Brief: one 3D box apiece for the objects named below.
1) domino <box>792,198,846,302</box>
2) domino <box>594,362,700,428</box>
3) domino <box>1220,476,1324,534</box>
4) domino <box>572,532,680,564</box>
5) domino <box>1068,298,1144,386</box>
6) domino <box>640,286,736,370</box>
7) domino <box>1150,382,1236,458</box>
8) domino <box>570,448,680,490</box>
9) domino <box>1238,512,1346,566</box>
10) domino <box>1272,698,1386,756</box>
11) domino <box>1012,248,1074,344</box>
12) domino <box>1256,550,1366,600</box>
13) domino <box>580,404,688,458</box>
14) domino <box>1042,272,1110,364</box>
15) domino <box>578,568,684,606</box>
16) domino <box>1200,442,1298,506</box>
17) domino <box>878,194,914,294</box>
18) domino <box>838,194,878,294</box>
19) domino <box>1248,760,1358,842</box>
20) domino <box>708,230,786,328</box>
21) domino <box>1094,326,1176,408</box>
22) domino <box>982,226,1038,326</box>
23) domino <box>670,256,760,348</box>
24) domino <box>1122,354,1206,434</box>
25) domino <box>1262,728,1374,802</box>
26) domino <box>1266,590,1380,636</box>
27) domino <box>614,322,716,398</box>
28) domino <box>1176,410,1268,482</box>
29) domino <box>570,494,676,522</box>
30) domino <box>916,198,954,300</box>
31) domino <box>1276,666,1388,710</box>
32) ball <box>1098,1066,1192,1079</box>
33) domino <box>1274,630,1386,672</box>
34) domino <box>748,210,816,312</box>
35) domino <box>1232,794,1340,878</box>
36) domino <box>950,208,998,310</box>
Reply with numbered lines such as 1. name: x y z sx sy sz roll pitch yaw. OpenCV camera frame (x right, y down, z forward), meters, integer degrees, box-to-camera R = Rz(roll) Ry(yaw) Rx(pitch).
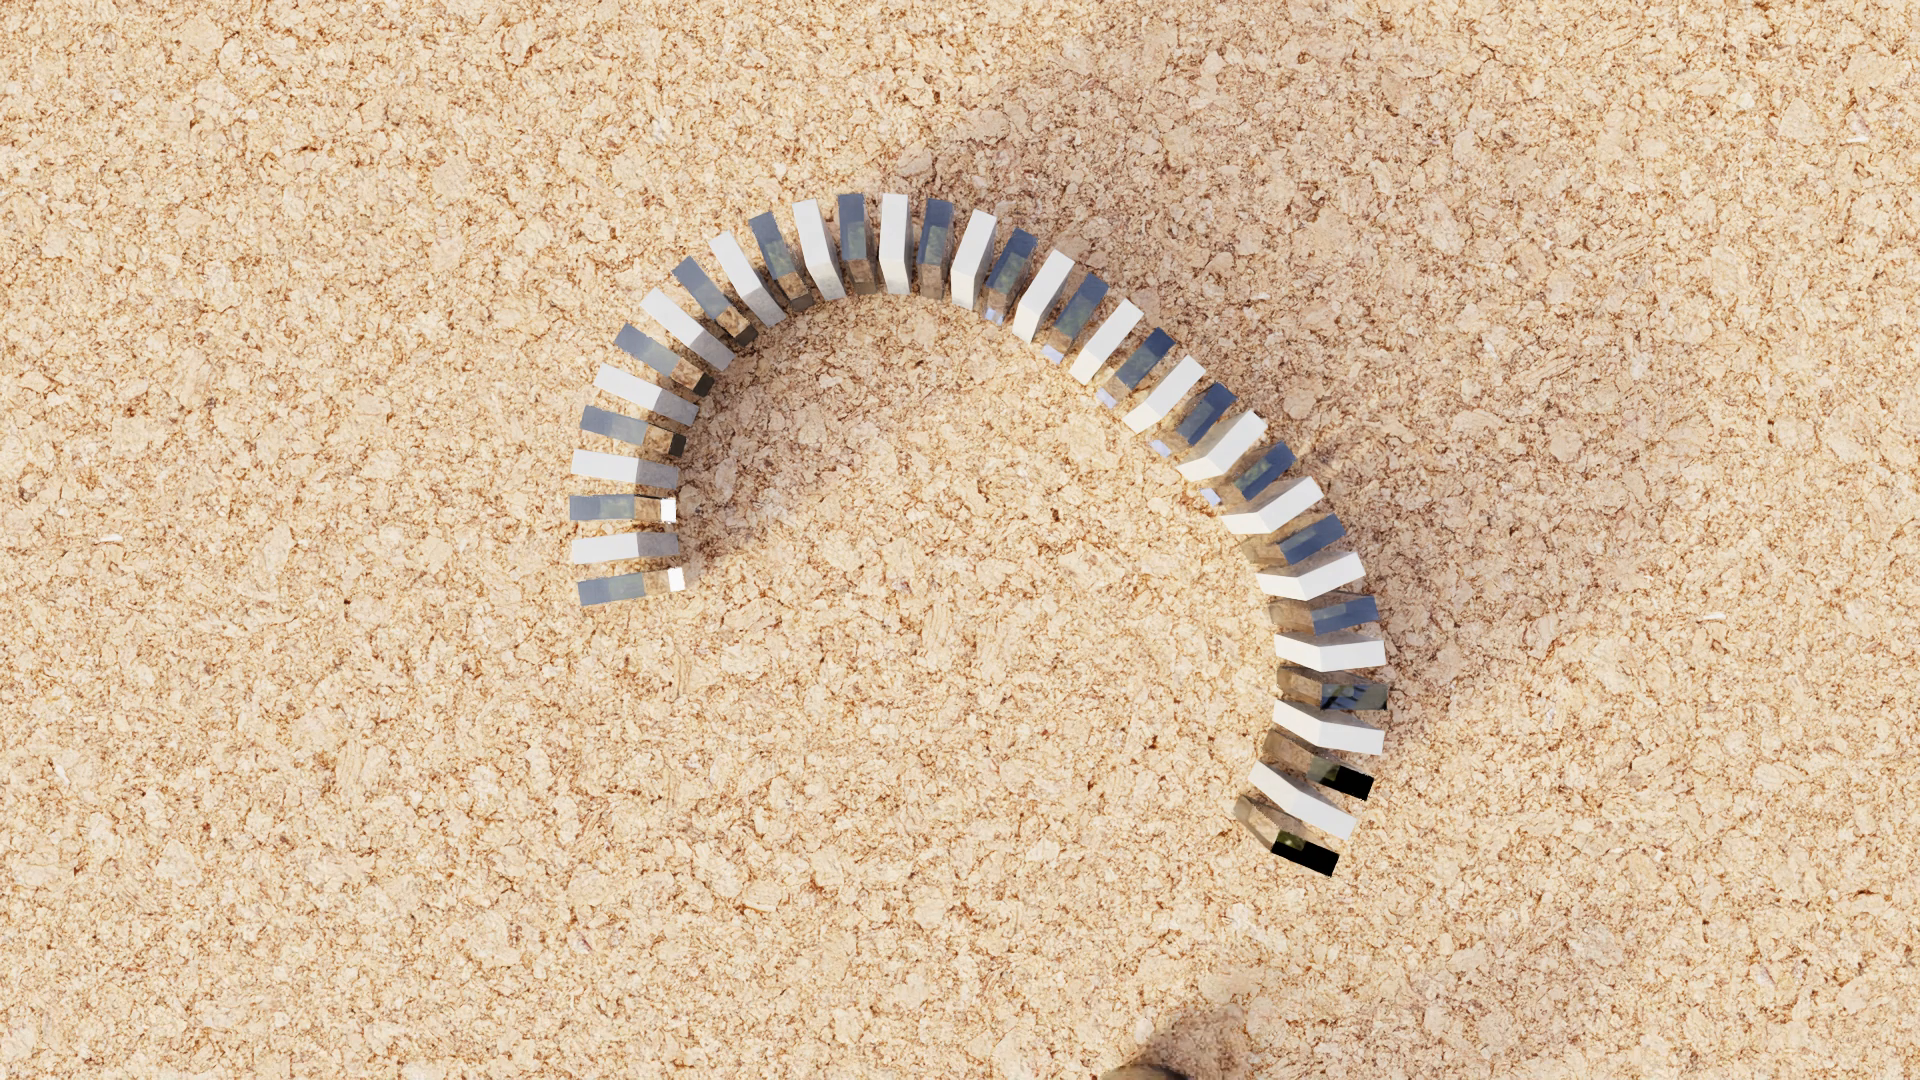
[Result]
1. domino: -0.057 -0.117 0.375 0.009 0.050 0.025 -13 90 0
2. domino: -0.127 -0.059 0.375 0.025 0.050 0.009 24 90 0
3. domino: 0.126 -0.014 0.375 0.025 0.050 0.009 -35 90 0
4. domino: -0.135 0.003 0.375 0.025 0.050 0.010 -7 90 0
5. domino: 0.059 -0.080 0.375 0.009 0.050 0.025 40 90 0
6. domino: -0.110 -0.085 0.375 0.025 0.050 0.009 41 90 0
7. domino: 0.094 -0.048 0.375 0.009 0.050 0.025 41 90 0
8. domino: -0.136 -0.028 0.375 0.025 0.050 0.009 9 90 0
9. domino: 0.135 0.000 0.375 0.025 0.050 0.009 -30 90 0
10. domino: 0.149 0.076 0.375 0.025 0.050 0.009 9 90 0
11. domino: 0.033 -0.098 0.375 0.010 0.050 0.025 33 90 0
12. domino: 0.142 0.014 0.375 0.025 0.050 0.009 -24 90 0
13. domino: -0.132 -0.044 0.375 0.025 0.050 0.009 16 90 0
14. domino: 0.046 -0.090 0.375 0.009 0.050 0.025 35 90 0
15. domino: -0.133 0.019 0.375 0.025 0.050 0.009 -9 90 0
16. domino: 0.117 -0.026 0.375 0.025 0.050 0.009 -41 90 0
17. domino: -0.025 -0.120 0.375 0.009 0.050 0.025 4 90 0
18. domino: -0.041 -0.120 0.375 0.010 0.050 0.025 -4 90 0
19. domino: 0.139 0.105 0.375 0.025 0.050 0.009 26 90 0
20. domino: -0.086 -0.105 0.375 0.009 0.050 0.025 -31 90 0
21. domino: 0.071 -0.069 0.375 0.009 0.050 0.025 43 90 0
22. domino: 0.020 -0.107 0.375 0.009 0.050 0.025 29 90 0
23. domino: -0.099 -0.096 0.375 0.009 0.050 0.025 -40 90 0
24. domino: 0.082 -0.059 0.375 0.010 0.050 0.025 43 90 0
25. domino: 0.145 0.091 0.375 0.025 0.050 0.009 21 90 0
26. domino: 0.147 0.029 0.375 0.025 0.050 0.010 -15 90 0
27. domino: -0.120 -0.073 0.375 0.025 0.050 0.009 33 90 0
28. domino: 0.106 -0.038 0.375 0.009 0.050 0.025 43 90 0
29. domino: -0.137 -0.013 0.375 0.025 0.050 0.010 -1 90 0
30. domino: -0.010 -0.118 0.375 0.010 0.050 0.025 11 90 0
31. domino: 0.151 0.060 0.375 0.025 0.050 0.009 1 90 0
32. ball: 0.076 0.253 0.360 0.080 0.080 0.080 0 90 0
33. domino: 0.150 0.044 0.375 0.025 0.050 0.009 -6 90 0
34. domino: -0.072 -0.113 0.375 0.010 0.050 0.025 -23 90 0
35. domino: 0.132 0.120 0.375 0.025 0.050 0.010 23 90 0
36. domino: 0.005 -0.113 0.375 0.009 0.050 0.025 21 90 0
